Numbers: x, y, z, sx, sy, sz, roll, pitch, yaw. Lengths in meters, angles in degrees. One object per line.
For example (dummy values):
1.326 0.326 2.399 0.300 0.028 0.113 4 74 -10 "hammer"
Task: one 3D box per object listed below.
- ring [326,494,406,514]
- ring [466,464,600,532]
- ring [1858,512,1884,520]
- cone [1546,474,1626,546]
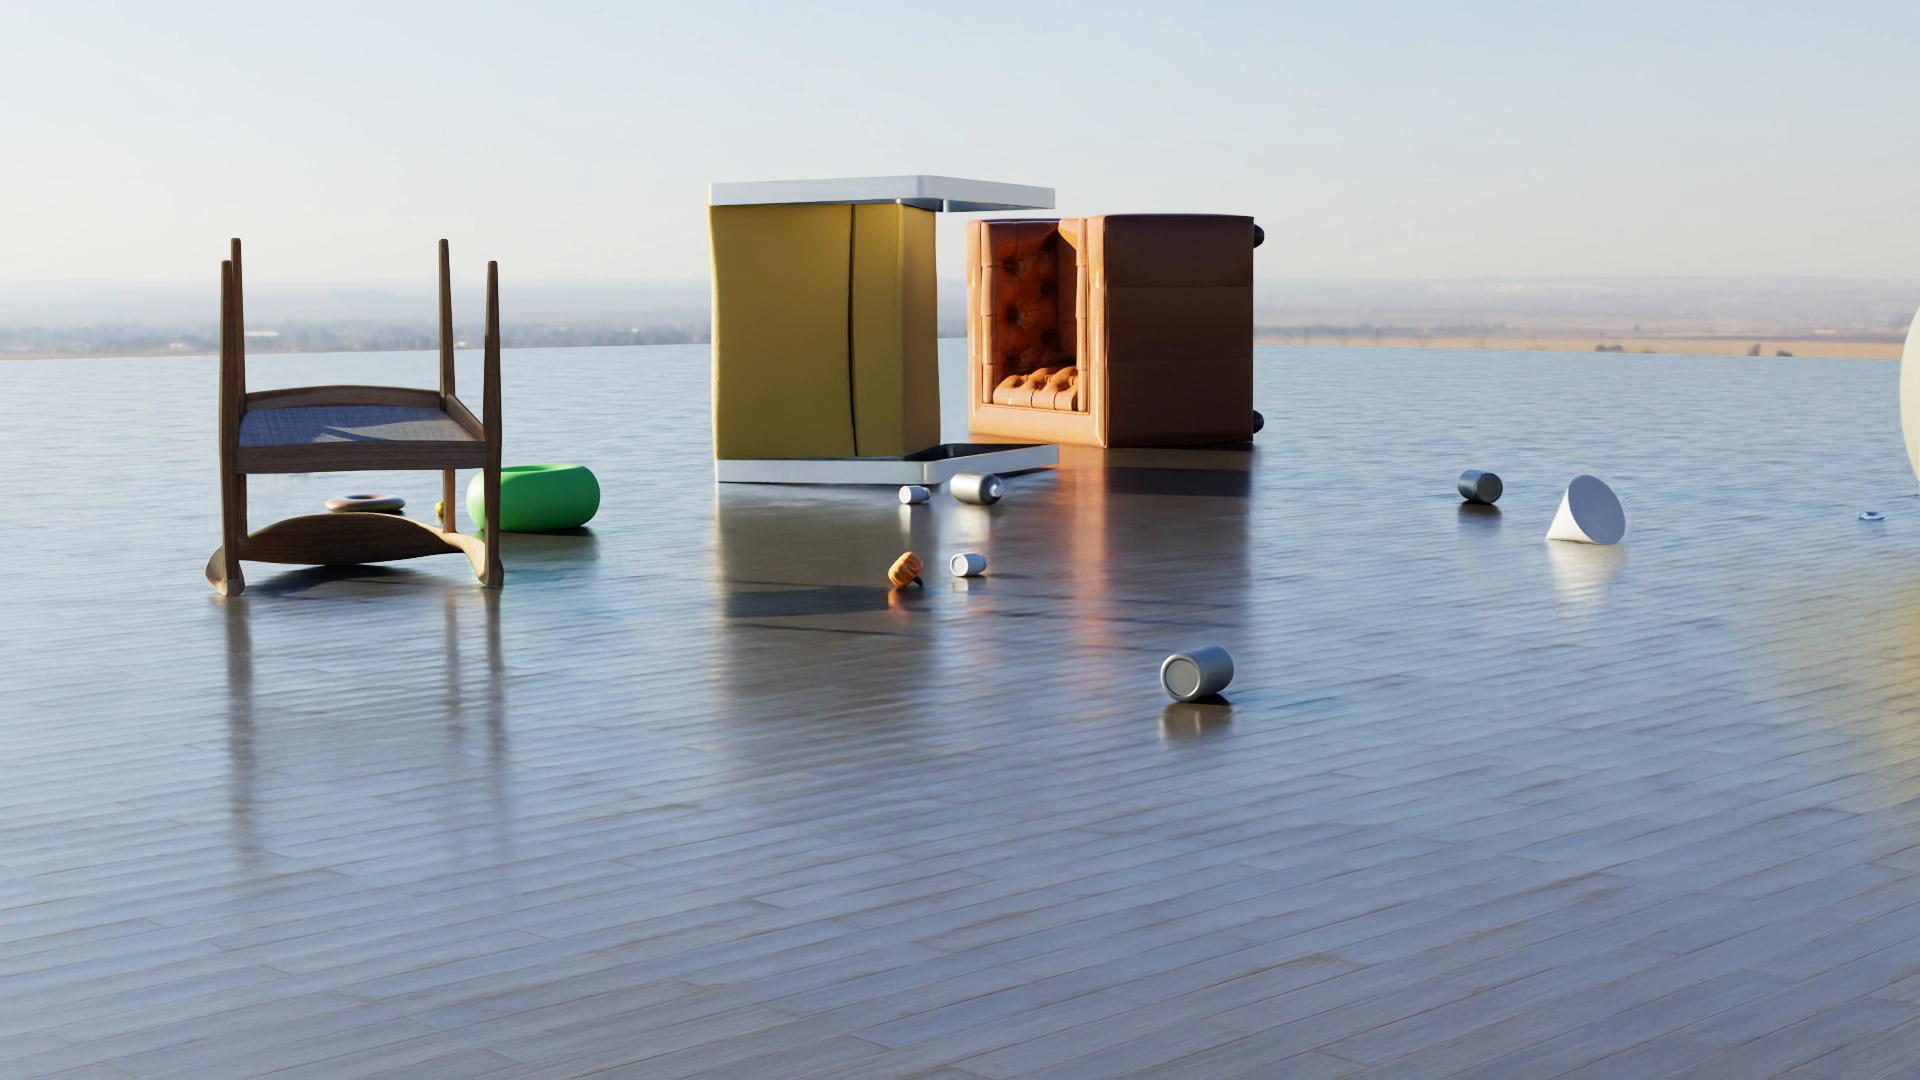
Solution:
-1.671 -0.102 7.214 0.217 0.039 0.281 1 6 3 "ring"
-1.122 -0.112 6.753 0.311 0.156 0.387 3 8 34 "ring"
2.475 -0.066 6.966 0.071 0.018 0.066 5 8 44 "ring"
1.518 -0.039 6.376 0.186 0.192 0.184 -3 -21 -34 "cone"
